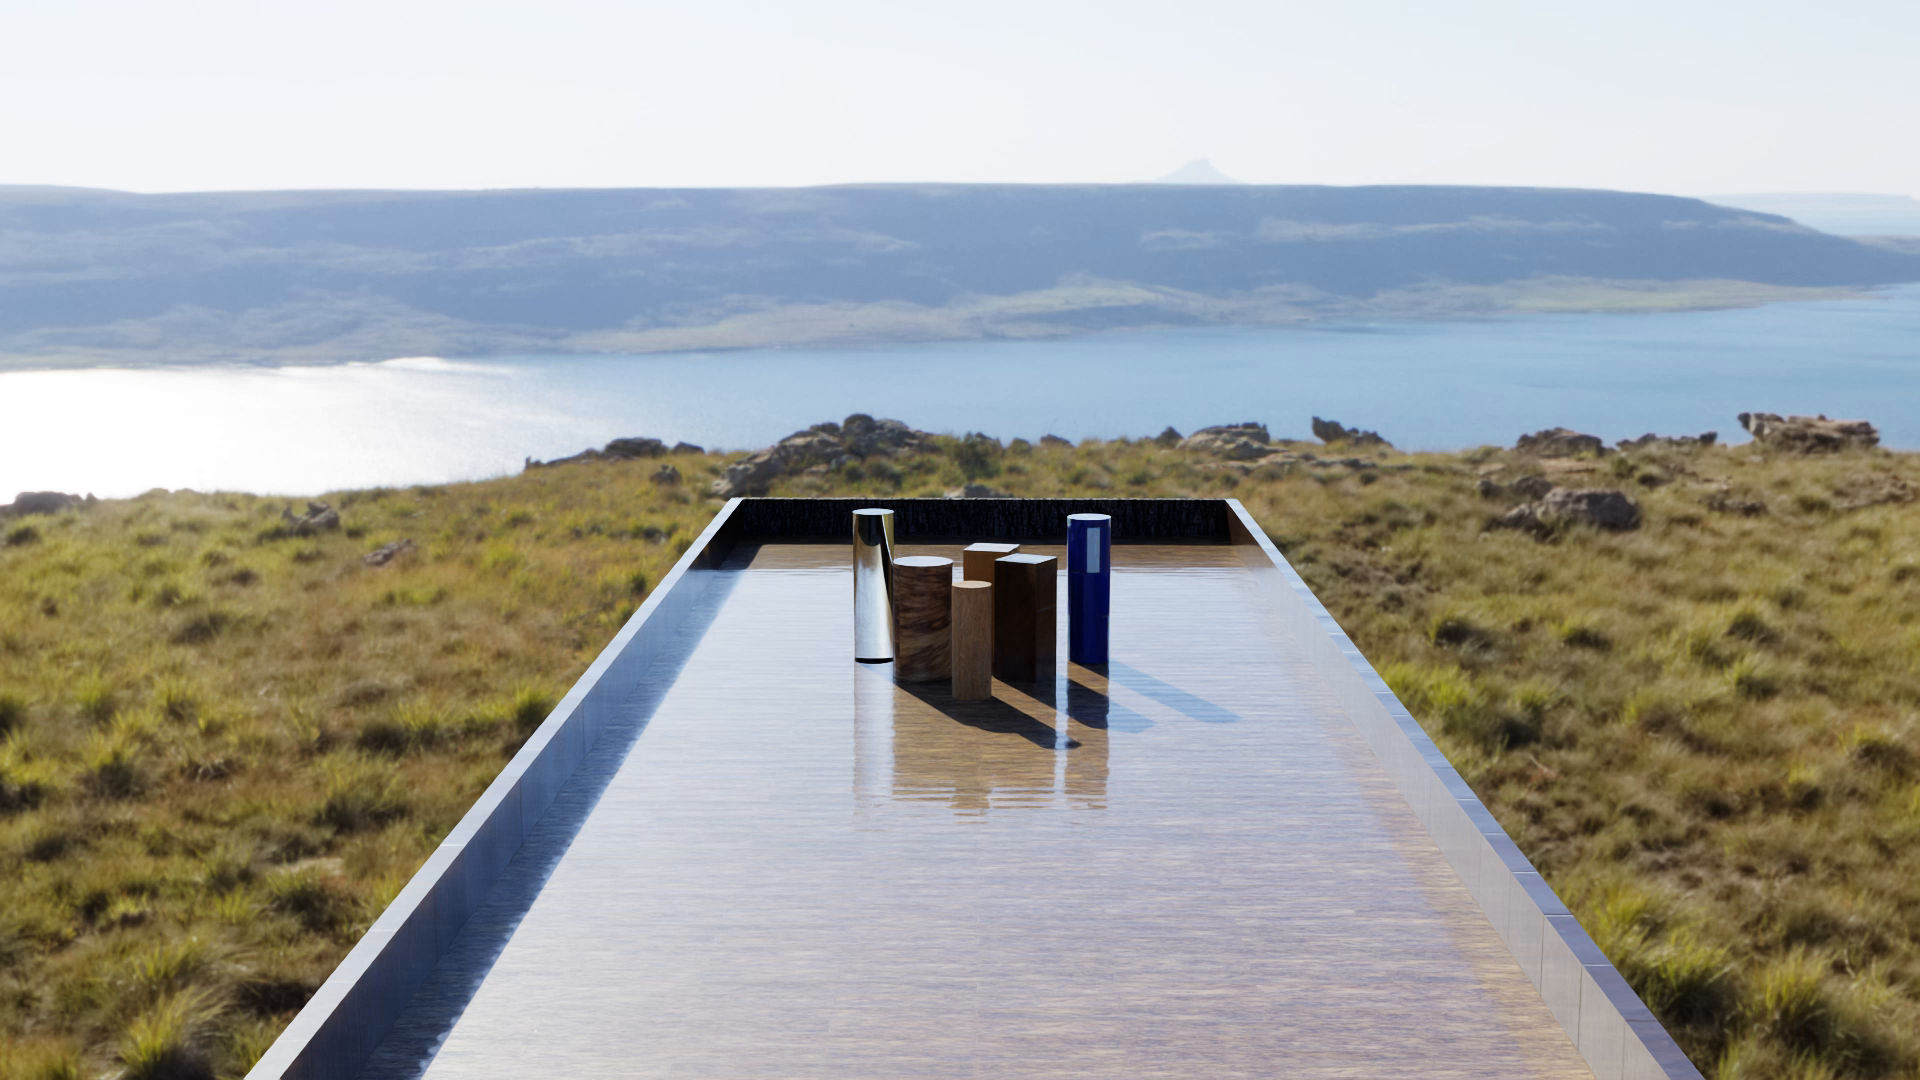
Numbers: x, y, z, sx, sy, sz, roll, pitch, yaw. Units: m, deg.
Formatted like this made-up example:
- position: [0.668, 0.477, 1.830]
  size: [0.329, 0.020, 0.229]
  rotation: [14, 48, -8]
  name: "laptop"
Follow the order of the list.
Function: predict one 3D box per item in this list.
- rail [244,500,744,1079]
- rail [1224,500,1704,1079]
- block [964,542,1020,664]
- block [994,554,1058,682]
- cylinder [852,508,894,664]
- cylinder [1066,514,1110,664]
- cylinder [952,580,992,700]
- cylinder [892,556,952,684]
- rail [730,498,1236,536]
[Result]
- position: [-1.004, 0.839, 3.234]
  size: [0.050, 0.150, 12.000]
  rotation: [0, 9, 1]
  name: "rail"
- position: [1.046, 0.843, 3.208]
  size: [0.050, 0.150, 12.000]
  rotation: [0, 9, 1]
  name: "rail"
- position: [0.096, 0.192, 6.705]
  size: [0.140, 0.343, 0.140]
  rotation: [3, 9, 16]
  name: "block"
- position: [0.193, 0.227, 6.452]
  size: [0.136, 0.351, 0.136]
  rotation: [5, 10, 29]
  name: "block"
- position: [-0.262, 0.140, 6.670]
  size: [0.124, 0.456, 0.124]
  rotation: [0, 9, 0]
  name: "cylinder"
- position: [0.390, 0.146, 6.686]
  size: [0.132, 0.438, 0.132]
  rotation: [0, 9, 0]
  name: "cylinder"
- position: [0.033, 0.283, 6.201]
  size: [0.112, 0.321, 0.112]
  rotation: [0, 9, 0]
  name: "cylinder"
- position: [-0.109, 0.232, 6.444]
  size: [0.176, 0.345, 0.176]
  rotation: [0, 9, 0]
  name: "cylinder"
- position: [0.099, -0.098, 9.147]
  size: [2.100, 0.150, 0.050]
  rotation: [0, 9, 1]
  name: "rail"
